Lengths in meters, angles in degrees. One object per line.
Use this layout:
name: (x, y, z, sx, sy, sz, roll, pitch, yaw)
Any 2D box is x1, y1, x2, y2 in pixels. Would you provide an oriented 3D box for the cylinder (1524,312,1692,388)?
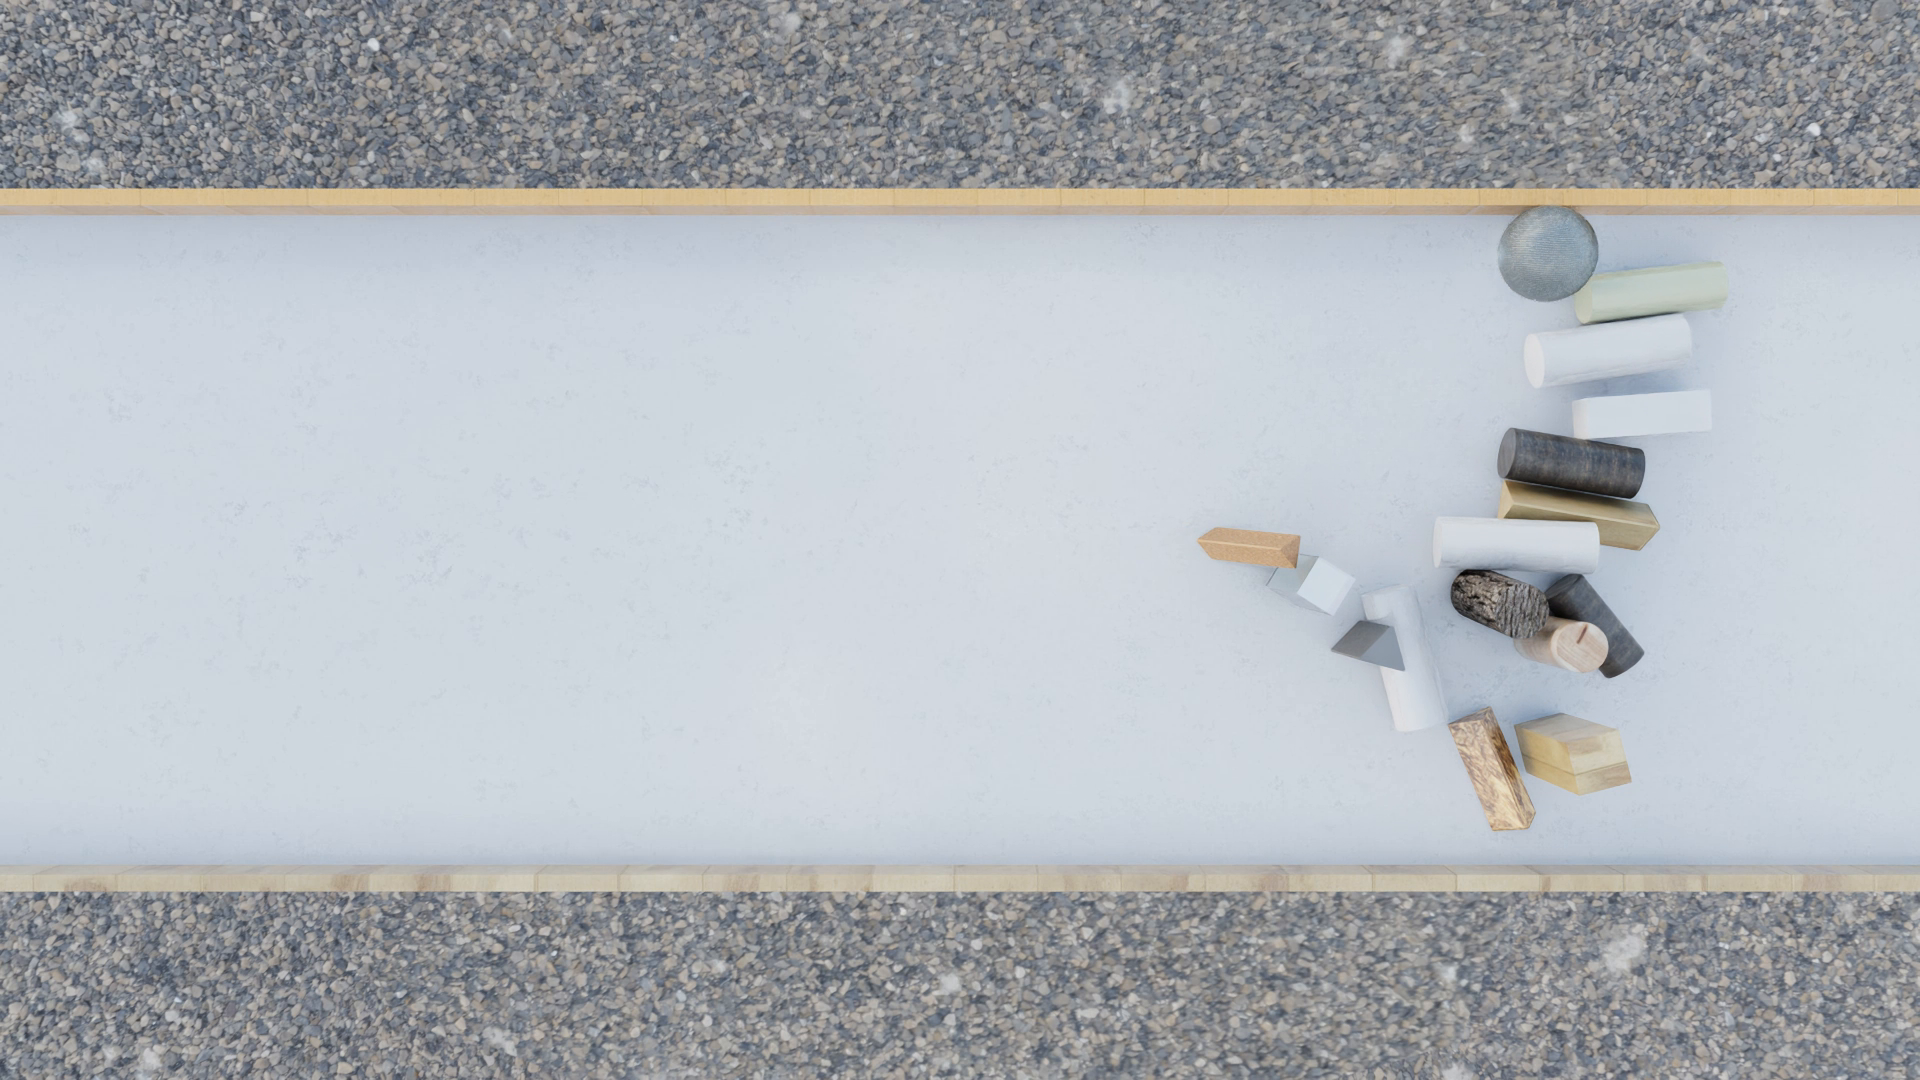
cylinder: (1.958, -0.573, 4.993, 0.444, 0.167, 0.167, -8, 90, 0)

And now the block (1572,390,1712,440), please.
block: (2.072, -0.379, 5.015, 0.371, 0.123, 0.123, -4, 90, 0)

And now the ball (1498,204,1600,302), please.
ball: (1.758, -0.857, 4.933, 0.287, 0.287, 0.287, 0, 90, 0)

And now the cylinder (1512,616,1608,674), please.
cylinder: (1.772, 0.303, 4.881, 0.145, 0.389, 0.145, 0, 91, 1)

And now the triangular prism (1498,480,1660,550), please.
triangular prism: (1.881, -0.074, 5.011, 0.448, 0.125, 0.144, 9, 90, 0)

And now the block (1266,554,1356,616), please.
block: (1.030, 0.127, 4.871, 0.123, 0.405, 0.123, 32, 90, -2)

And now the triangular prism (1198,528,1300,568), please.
triangular prism: (0.873, 0.008, 4.940, 0.098, 0.319, 0.084, 46, 66, -34)

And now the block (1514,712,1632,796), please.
block: (1.794, 0.624, 4.849, 0.152, 0.454, 0.152, -15, 90, 1)

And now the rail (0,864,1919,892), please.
rail: (-2.247, 1.025, 5.001, 12.000, 0.150, 0.050, 0, 90, 0)

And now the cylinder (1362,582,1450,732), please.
cylinder: (1.349, 0.354, 4.995, 0.163, 0.163, 0.420, -15, 90, 0)

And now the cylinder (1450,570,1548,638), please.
cylinder: (1.596, 0.183, 4.893, 0.161, 0.349, 0.161, 0, 97, -4)

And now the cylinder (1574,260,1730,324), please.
cylinder: (2.094, -0.753, 5.003, 0.411, 0.147, 0.147, -6, 90, 0)

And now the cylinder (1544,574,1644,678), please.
cylinder: (1.921, 0.257, 5.007, 0.139, 0.139, 0.307, -39, 90, 0)

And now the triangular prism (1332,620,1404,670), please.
triangular prism: (1.217, 0.301, 4.881, 0.132, 0.390, 0.114, 15, 90, 1)

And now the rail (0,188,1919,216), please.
rail: (-2.247, -1.025, 5.002, 12.000, 0.150, 0.050, 0, 90, 0)

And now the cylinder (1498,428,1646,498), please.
cylinder: (1.850, -0.233, 4.999, 0.392, 0.156, 0.156, 9, 90, 0)

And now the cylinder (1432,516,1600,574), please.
cylinder: (1.672, 0.016, 4.973, 0.453, 0.158, 0.158, 2, 90, 6)
